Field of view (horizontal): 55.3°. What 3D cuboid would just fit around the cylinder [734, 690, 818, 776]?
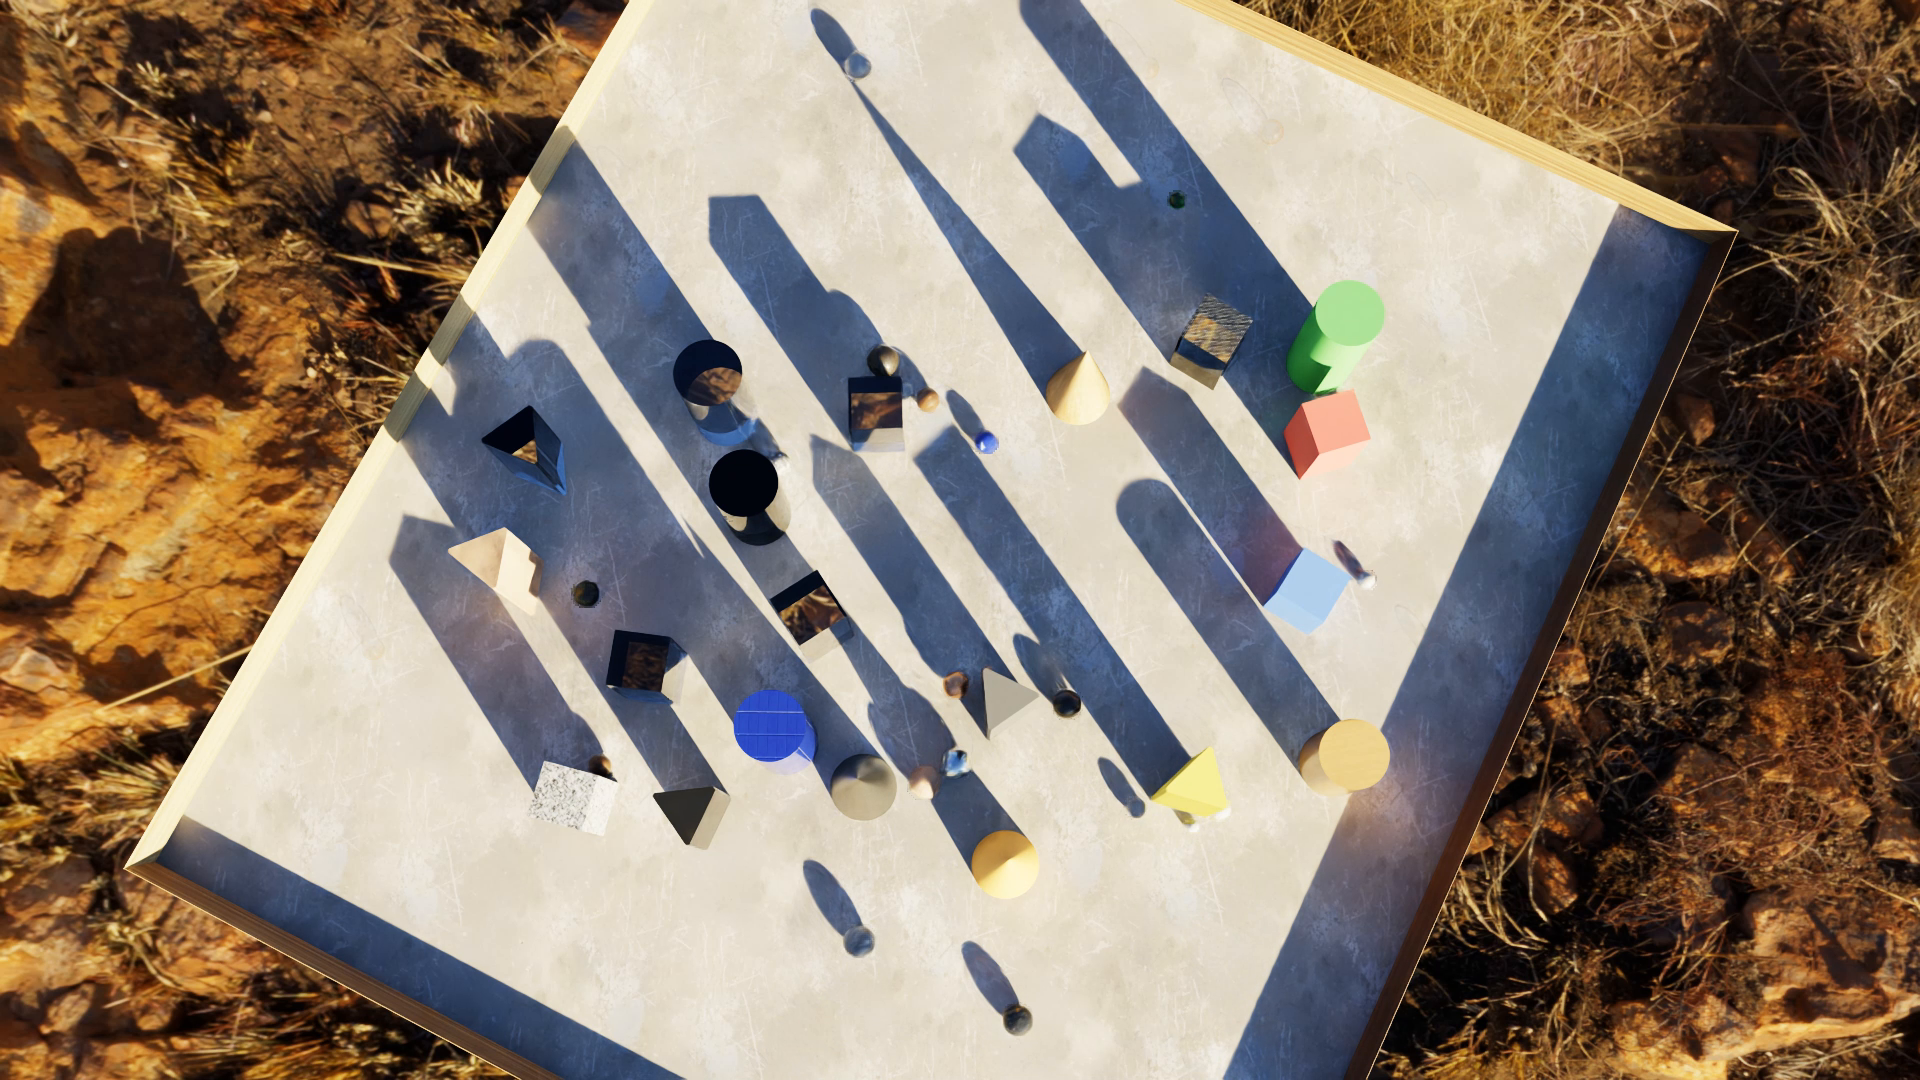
[{"bbox_3d":[-0.522,0.557,5.260,0.200,0.472,0.200,0,78,0],"label":"cylinder"}]

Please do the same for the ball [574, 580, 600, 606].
[{"bbox_3d":[-1.130,0.162,5.543,0.079,0.079,0.079,0,78,0],"label":"ball"}]

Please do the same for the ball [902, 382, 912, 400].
[{"bbox_3d":[-0.174,-0.462,5.685,0.054,0.054,0.054,0,78,0],"label":"ball"}]

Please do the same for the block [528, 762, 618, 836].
[{"bbox_3d":[-1.115,0.750,5.299,0.160,0.318,0.160,14,79,3],"label":"block"}]

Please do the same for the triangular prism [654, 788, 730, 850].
[{"bbox_3d":[-0.743,0.770,5.269,0.150,0.370,0.173,-35,80,-7],"label":"triangular prism"}]

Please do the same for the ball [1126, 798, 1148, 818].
[{"bbox_3d":[0.522,0.793,5.421,0.062,0.062,0.062,0,78,0],"label":"ball"}]

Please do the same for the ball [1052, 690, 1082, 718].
[{"bbox_3d":[0.319,0.490,5.470,0.088,0.088,0.088,0,78,0],"label":"ball"}]

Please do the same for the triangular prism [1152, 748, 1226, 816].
[{"bbox_3d":[0.672,0.685,5.259,0.173,0.423,0.150,16,79,3],"label":"triangular prism"}]

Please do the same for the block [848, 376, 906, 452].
[{"bbox_3d":[-0.250,-0.378,5.553,0.160,0.278,0.160,-1,78,0],"label":"block"}]

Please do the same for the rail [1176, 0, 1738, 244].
[{"bbox_3d":[0.862,-1.681,5.897,3.449,0.130,0.045,26,80,5],"label":"rail"}]

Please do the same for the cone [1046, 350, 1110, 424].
[{"bbox_3d":[0.368,-0.501,5.489,0.200,0.453,0.200,0,78,0],"label":"cone"}]

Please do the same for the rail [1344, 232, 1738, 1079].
[{"bbox_3d":[1.521,0.752,5.394,0.045,0.130,3.903,26,80,5],"label":"rail"}]

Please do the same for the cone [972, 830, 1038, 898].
[{"bbox_3d":[0.134,0.913,5.196,0.200,0.454,0.200,0,78,0],"label":"cone"}]

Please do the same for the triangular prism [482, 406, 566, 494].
[{"bbox_3d":[-1.266,-0.280,5.468,0.173,0.405,0.150,22,79,4],"label":"triangular prism"}]

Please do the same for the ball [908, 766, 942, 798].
[{"bbox_3d":[-0.104,0.716,5.418,0.099,0.099,0.099,0,78,0],"label":"ball"}]

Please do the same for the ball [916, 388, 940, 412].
[{"bbox_3d":[-0.100,-0.433,5.668,0.075,0.075,0.075,0,78,0],"label":"ball"}]

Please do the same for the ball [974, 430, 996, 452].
[{"bbox_3d":[0.079,-0.304,5.644,0.069,0.069,0.069,0,78,0],"label":"ball"}]

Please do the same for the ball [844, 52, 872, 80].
[{"bbox_3d":[-0.326,-1.522,5.886,0.089,0.089,0.089,0,78,0],"label":"ball"}]

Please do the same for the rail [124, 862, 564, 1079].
[{"bbox_3d":[-0.862,1.695,5.198,3.449,0.130,0.045,26,80,5],"label":"rail"}]

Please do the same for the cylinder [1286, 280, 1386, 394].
[{"bbox_3d":[1.119,-0.601,5.491,0.200,0.490,0.200,0,78,0],"label":"cylinder"}]

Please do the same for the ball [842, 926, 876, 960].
[{"bbox_3d":[-0.293,1.169,5.326,0.095,0.095,0.095,0,78,0],"label":"ball"}]

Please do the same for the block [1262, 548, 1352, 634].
[{"bbox_3d":[1.031,0.155,5.454,0.160,0.257,0.160,32,80,6],"label":"block"}]

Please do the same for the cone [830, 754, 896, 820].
[{"bbox_3d":[-0.287,0.703,5.298,0.200,0.340,0.200,0,78,0],"label":"cone"}]

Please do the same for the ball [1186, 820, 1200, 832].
[{"bbox_3d":[0.688,0.846,5.421,0.040,0.040,0.040,0,78,0],"label":"ball"}]

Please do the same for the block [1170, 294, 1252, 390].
[{"bbox_3d":[0.764,-0.603,5.594,0.160,0.289,0.160,32,80,6],"label":"block"}]

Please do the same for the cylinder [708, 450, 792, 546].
[{"bbox_3d":[-0.618,-0.121,5.433,0.200,0.408,0.200,0,78,0],"label":"cylinder"}]

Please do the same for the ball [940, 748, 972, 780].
[{"bbox_3d":[-0.012,0.663,5.433,0.092,0.092,0.092,0,78,0],"label":"ball"}]

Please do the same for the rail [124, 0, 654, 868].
[{"bbox_3d":[-1.521,-0.738,5.702,0.045,0.130,3.903,26,80,5],"label":"rail"}]

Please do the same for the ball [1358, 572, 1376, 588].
[{"bbox_3d":[1.234,0.122,5.564,0.053,0.053,0.053,0,78,0],"label":"ball"}]

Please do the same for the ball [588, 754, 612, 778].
[{"bbox_3d":[-1.069,0.672,5.443,0.068,0.068,0.068,0,78,0],"label":"ball"}]

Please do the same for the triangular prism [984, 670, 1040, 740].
[{"bbox_3d":[0.112,0.459,5.361,0.173,0.314,0.150,-34,80,-7],"label":"triangular prism"}]

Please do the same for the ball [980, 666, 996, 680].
[{"bbox_3d":[0.083,0.403,5.510,0.045,0.045,0.045,0,78,0],"label":"ball"}]

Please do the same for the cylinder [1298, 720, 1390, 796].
[{"bbox_3d":[1.112,0.636,5.323,0.200,0.317,0.200,0,78,0],"label":"cylinder"}]

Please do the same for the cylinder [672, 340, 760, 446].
[{"bbox_3d":[-0.724,-0.434,5.477,0.200,0.450,0.200,0,78,0],"label":"cylinder"}]

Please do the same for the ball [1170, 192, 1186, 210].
[{"bbox_3d":[0.690,-1.075,5.813,0.052,0.052,0.052,0,78,0],"label":"ball"}]

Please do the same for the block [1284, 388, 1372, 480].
[{"bbox_3d":[1.101,-0.315,5.517,0.160,0.322,0.160,-17,79,-3],"label":"block"}]

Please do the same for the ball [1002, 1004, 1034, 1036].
[{"bbox_3d":[0.167,1.386,5.284,0.089,0.089,0.089,0,78,0],"label":"ball"}]

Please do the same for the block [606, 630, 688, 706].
[{"bbox_3d":[-0.912,0.377,5.362,0.160,0.347,0.160,7,78,2],"label":"block"}]

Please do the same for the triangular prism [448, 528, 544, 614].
[{"bbox_3d":[-1.320,0.071,5.363,0.173,0.467,0.150,38,81,7],"label":"triangular prism"}]

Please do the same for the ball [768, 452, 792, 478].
[{"bbox_3d":[-0.558,-0.231,5.624,0.080,0.080,0.080,0,78,0],"label":"ball"}]

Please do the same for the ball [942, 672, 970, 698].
[{"bbox_3d":[-0.011,0.432,5.475,0.081,0.081,0.081,0,78,0],"label":"ball"}]

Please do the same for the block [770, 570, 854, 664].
[{"bbox_3d":[-0.430,0.229,5.376,0.160,0.378,0.160,-32,80,-6],"label":"block"}]

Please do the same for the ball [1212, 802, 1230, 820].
[{"bbox_3d":[0.770,0.797,5.421,0.060,0.060,0.060,0,78,0],"label":"ball"}]

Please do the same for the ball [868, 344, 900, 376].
[{"bbox_3d":[-0.238,-0.555,5.681,0.100,0.100,0.100,0,78,0],"label":"ball"}]
